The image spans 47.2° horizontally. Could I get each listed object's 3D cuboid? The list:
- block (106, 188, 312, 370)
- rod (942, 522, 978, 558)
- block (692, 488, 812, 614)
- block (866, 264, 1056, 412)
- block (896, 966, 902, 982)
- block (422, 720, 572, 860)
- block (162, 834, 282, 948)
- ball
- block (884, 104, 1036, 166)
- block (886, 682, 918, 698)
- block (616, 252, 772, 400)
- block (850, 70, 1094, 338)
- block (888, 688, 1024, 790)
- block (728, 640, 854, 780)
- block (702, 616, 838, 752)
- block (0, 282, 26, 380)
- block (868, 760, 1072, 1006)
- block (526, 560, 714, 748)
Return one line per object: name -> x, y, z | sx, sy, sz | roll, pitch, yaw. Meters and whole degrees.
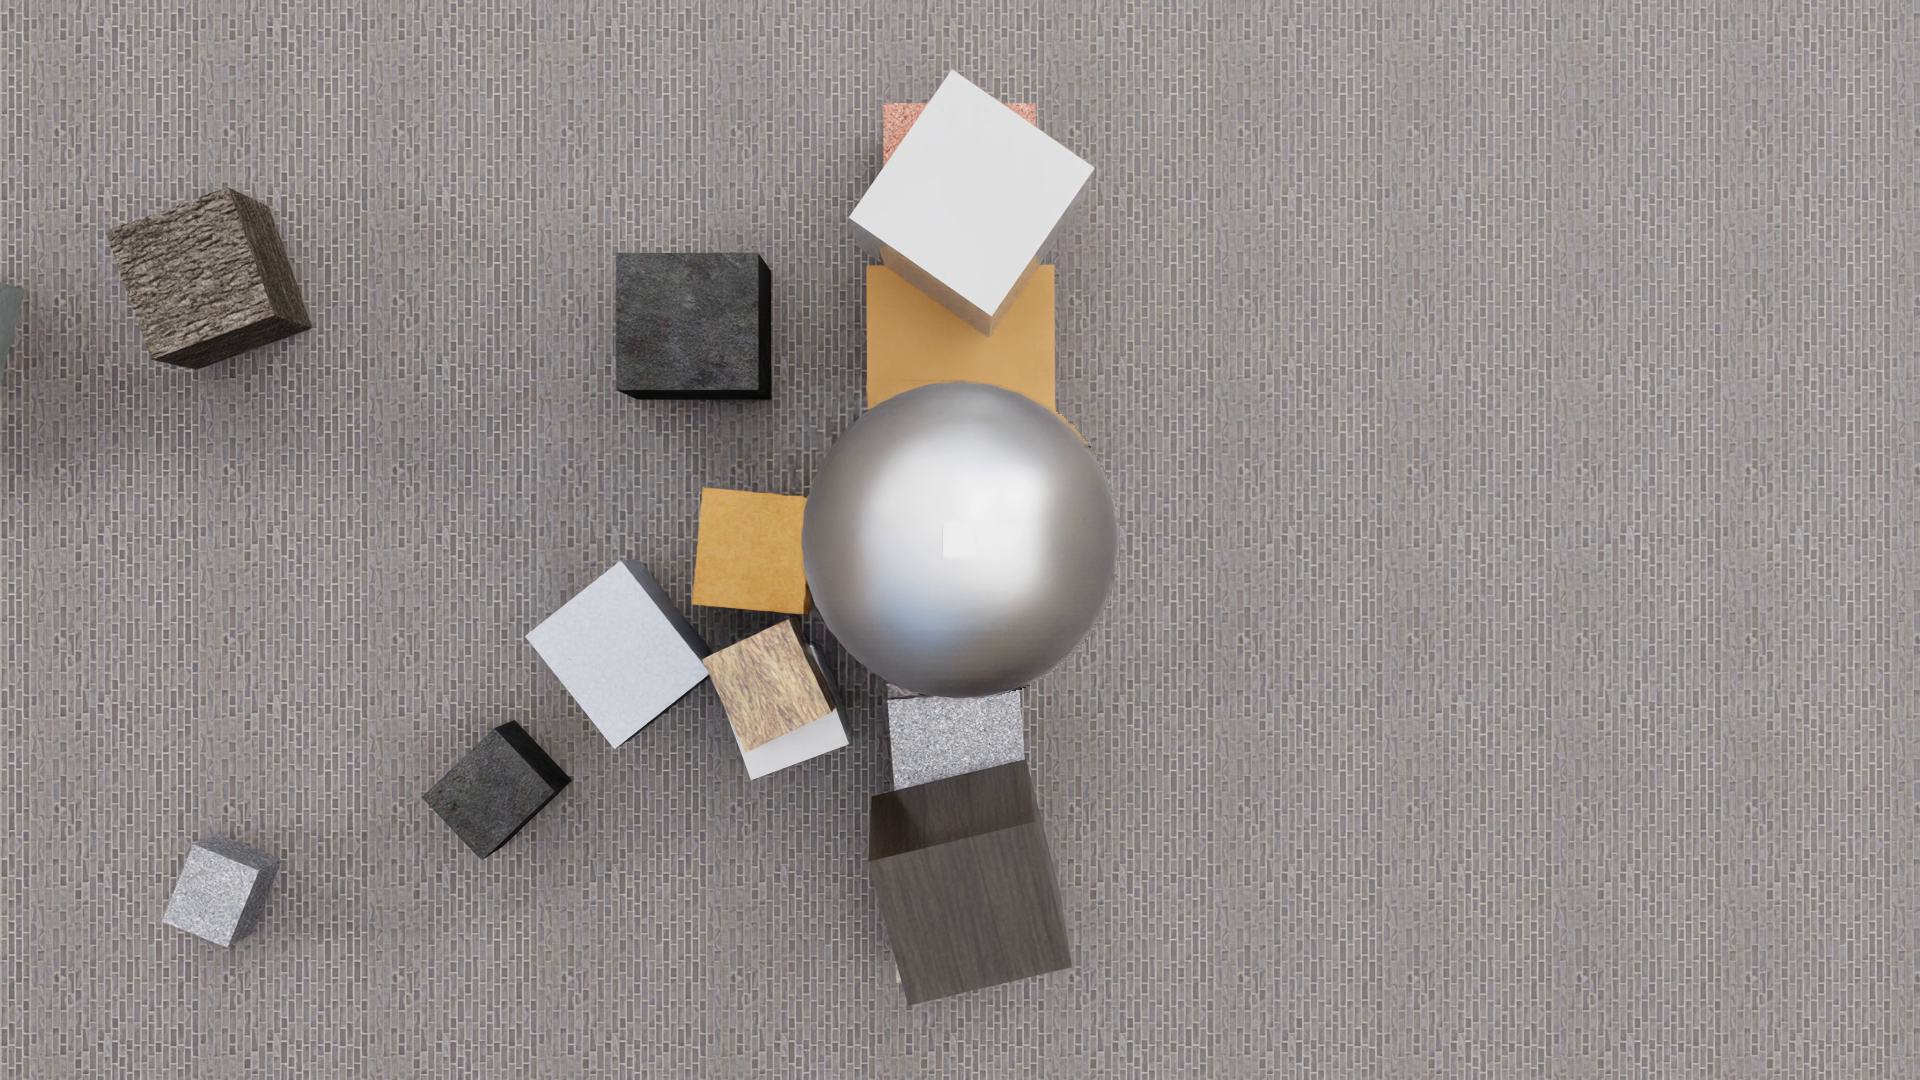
block -> -4.298, -1.488, 12.634 | 0.729, 0.732, 0.761 | -20, 90, 0
rod -> 0.000, 0.000, 7.684 | 0.080, 5.200, 0.080 | 0, 90, 0
block -> -1.161, 0.062, 12.672 | 0.628, 0.657, 0.659 | 5, 90, 0
block -> 0.005, -1.021, 12.578 | 1.039, 0.845, 0.997 | 0, 90, 0
block -> 0.018, 2.021, 12.642 | 0.781, 0.715, 0.869 | -2, 90, 0
block -> -2.668, 1.438, 12.715 | 0.568, 0.570, 0.494 | -44, 90, 0
block -> -4.283, 2.034, 12.782 | 0.403, 0.436, 0.474 | 22, 90, 0
ball -> 0.000, 0.000, 11.084 | 1.600, 1.600, 1.600 | 0, 90, 0
block -> -0.003, -1.973, 12.585 | 0.841, 0.830, 0.888 | 0, 90, 0
block -> -0.082, 0.537, 12.624 | 0.709, 0.751, 0.616 | -6, 90, 0
block -> -1.511, -1.210, 12.585 | 0.789, 0.829, 0.759 | 0, 90, 0
block -> 0.060, -1.755, 11.664 | 0.882, 0.991, 0.919 | 35, 89, 1
block -> -0.008, 1.210, 12.568 | 0.729, 0.865, 0.712 | -5, 90, 0
block -> -1.002, 0.969, 12.682 | 0.585, 0.637, 0.596 | -20, 90, 0
block -> -1.039, 0.785, 12.093 | 0.510, 0.541, 0.556 | -25, 90, 0
block -> -5.956, -1.187, 12.638 | 0.679, 0.724, 0.798 | 15, 90, 0
block -> 0.047, 1.806, 11.715 | 0.874, 0.934, 0.826 | -14, 104, 2
block -> -1.914, 0.641, 12.647 | 0.682, 0.707, 0.805 | -38, 90, 0
